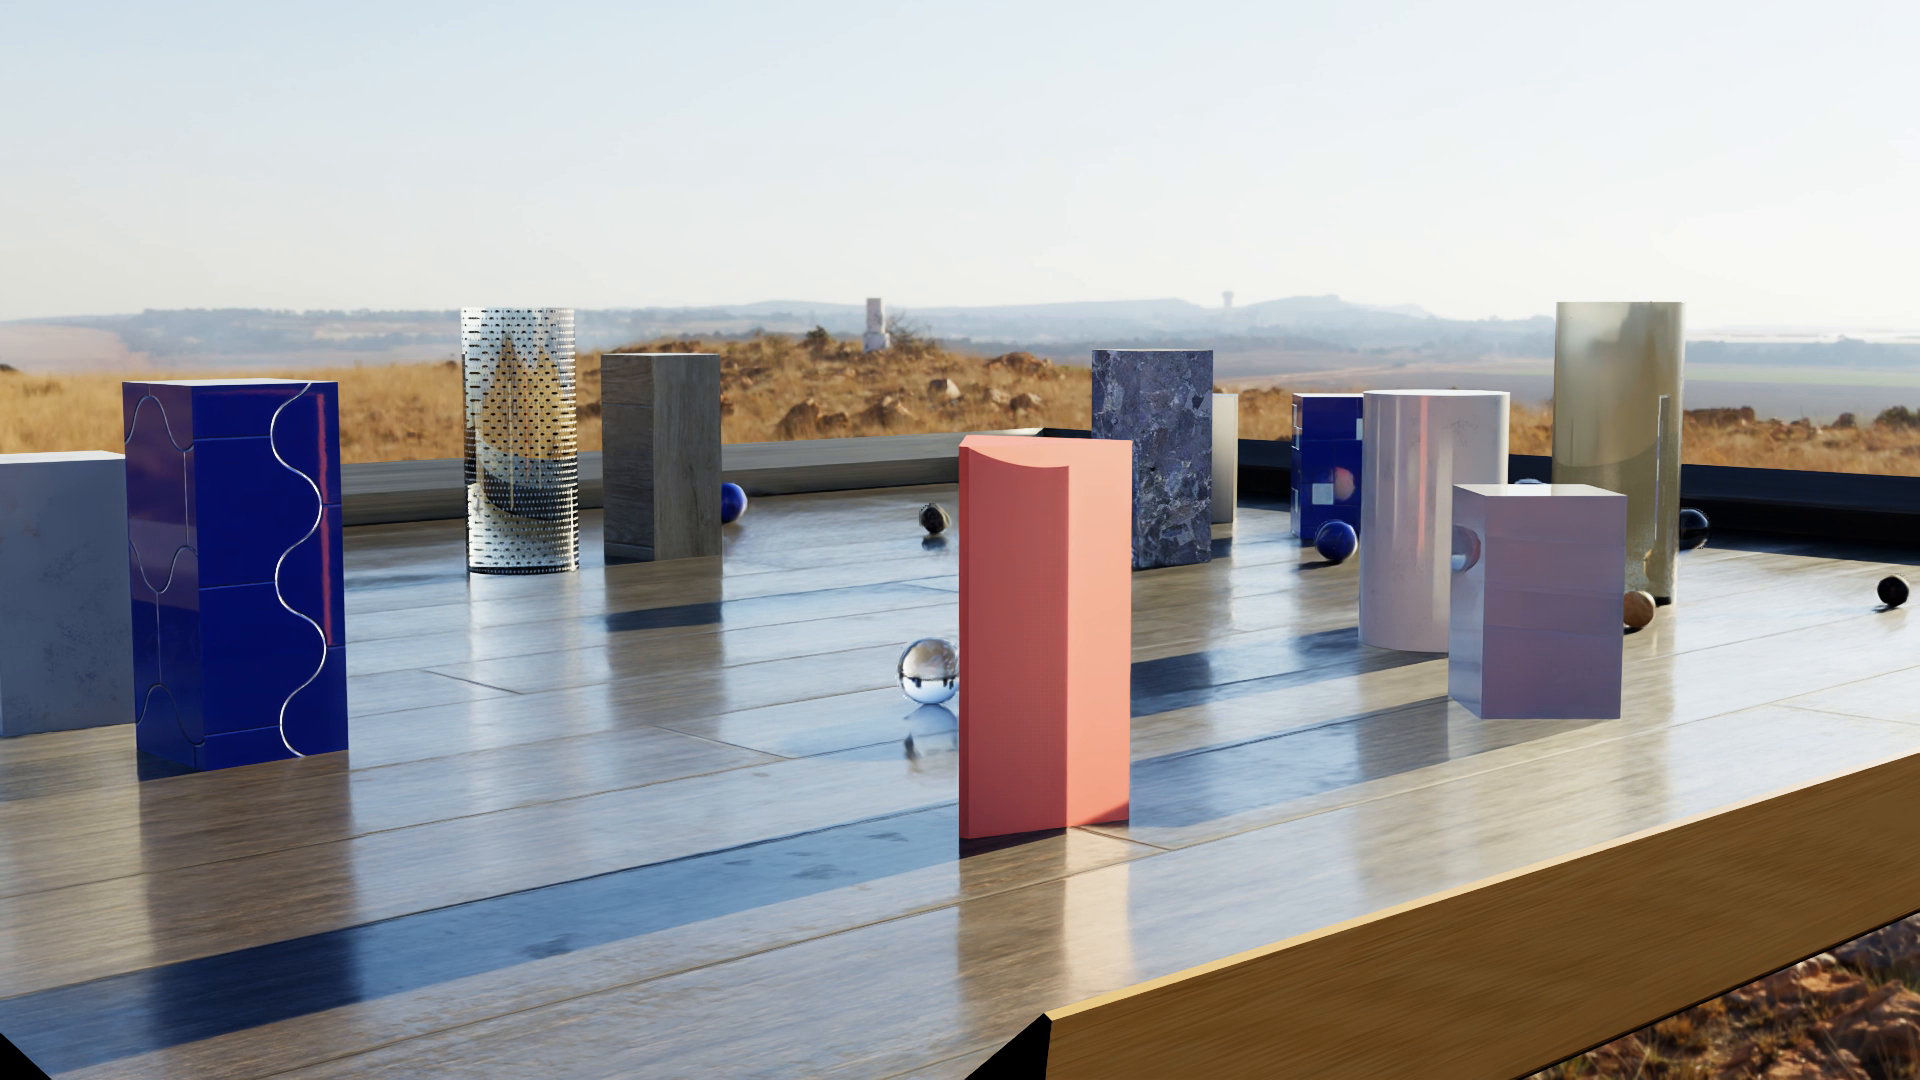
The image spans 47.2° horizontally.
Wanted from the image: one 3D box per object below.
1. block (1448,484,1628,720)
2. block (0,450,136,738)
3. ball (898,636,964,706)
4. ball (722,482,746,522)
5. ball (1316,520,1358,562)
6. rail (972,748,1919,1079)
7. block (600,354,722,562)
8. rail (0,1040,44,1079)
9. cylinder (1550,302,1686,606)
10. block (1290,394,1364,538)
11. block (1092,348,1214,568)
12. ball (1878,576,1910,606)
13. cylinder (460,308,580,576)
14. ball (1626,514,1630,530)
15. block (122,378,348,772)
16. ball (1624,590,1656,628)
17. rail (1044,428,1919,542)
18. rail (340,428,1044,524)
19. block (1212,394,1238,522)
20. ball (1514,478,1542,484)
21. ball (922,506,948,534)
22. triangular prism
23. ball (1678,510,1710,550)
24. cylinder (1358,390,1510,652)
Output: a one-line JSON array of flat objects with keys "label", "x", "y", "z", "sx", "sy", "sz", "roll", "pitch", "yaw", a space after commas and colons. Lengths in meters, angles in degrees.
[{"label": "block", "x": 0.641, "y": 0.066, "z": 2.454, "sx": 0.152, "sy": 0.244, "sz": 0.152, "roll": 0, "pitch": 6, "yaw": -1}, {"label": "block", "x": -0.980, "y": 0.052, "z": 2.380, "sx": 0.152, "sy": 0.285, "sz": 0.152, "roll": -4, "pitch": 7, "yaw": -36}, {"label": "ball", "x": -0.032, "y": 0.147, "z": 2.473, "sx": 0.077, "sy": 0.077, "sz": 0.077, "roll": 0, "pitch": 6, "yaw": 0}, {"label": "ball", "x": -0.486, "y": -0.078, "z": 4.579, "sx": 0.084, "sy": 0.084, "sz": 0.084, "roll": 0, "pitch": 6, "yaw": 0}, {"label": "ball", "x": 0.663, "y": 0.003, "z": 3.868, "sx": 0.072, "sy": 0.072, "sz": 0.072, "roll": 0, "pitch": 6, "yaw": 0}, {"label": "rail", "x": 1.169, "y": 0.165, "z": 2.072, "sx": 3.833, "sy": 0.124, "sz": 0.045, "roll": -6, "pitch": 8, "yaw": -42}, {"label": "block", "x": -0.538, "y": -0.154, "z": 3.969, "sx": 0.152, "sy": 0.362, "sz": 0.152, "roll": -6, "pitch": 8, "yaw": -44}, {"label": "rail", "x": -1.391, "y": 0.167, "z": 2.056, "sx": 0.045, "sy": 0.124, "sz": 3.494, "roll": -6, "pitch": 8, "yaw": -42}, {"label": "cylinder", "x": 1.002, "y": -0.136, "z": 3.357, "sx": 0.190, "sy": 0.454, "sz": 0.190, "roll": 0, "pitch": 6, "yaw": 0}, {"label": "block", "x": 0.738, "y": -0.147, "z": 4.324, "sx": 0.152, "sy": 0.275, "sz": 0.152, "roll": 0, "pitch": 6, "yaw": 1}, {"label": "block", "x": 0.337, "y": -0.149, "z": 3.876, "sx": 0.152, "sy": 0.372, "sz": 0.152, "roll": -3, "pitch": 7, "yaw": -29}, {"label": "ball", "x": 1.400, "y": 0.076, "z": 3.297, "sx": 0.046, "sy": 0.046, "sz": 0.046, "roll": 0, "pitch": 6, "yaw": 0}, {"label": "cylinder", "x": -0.749, "y": -0.172, "z": 3.748, "sx": 0.190, "sy": 0.445, "sz": 0.190, "roll": 0, "pitch": 6, "yaw": 0}, {"label": "ball", "x": 1.301, "y": -0.035, "z": 4.350, "sx": 0.046, "sy": 0.046, "sz": 0.046, "roll": 0, "pitch": 6, "yaw": 0}, {"label": "block", "x": -0.726, "y": 0.027, "z": 2.207, "sx": 0.152, "sy": 0.371, "sz": 0.152, "roll": -6, "pitch": 8, "yaw": -44}, {"label": "ball", "x": 0.945, "y": 0.097, "z": 3.072, "sx": 0.052, "sy": 0.052, "sz": 0.052, "roll": 0, "pitch": 6, "yaw": 0}, {"label": "rail", "x": 1.391, "y": -0.102, "z": 4.609, "sx": 0.045, "sy": 0.124, "sz": 3.494, "roll": -6, "pitch": 8, "yaw": -42}, {"label": "rail", "x": -1.169, "y": -0.101, "z": 4.592, "sx": 3.833, "sy": 0.124, "sz": 0.045, "roll": -6, "pitch": 8, "yaw": -42}, {"label": "block", "x": 0.507, "y": -0.176, "z": 4.656, "sx": 0.152, "sy": 0.262, "sz": 0.152, "roll": 1, "pitch": 6, "yaw": 10}, {"label": "ball", "x": 1.174, "y": -0.080, "z": 4.542, "sx": 0.095, "sy": 0.095, "sz": 0.095, "roll": 0, "pitch": 6, "yaw": 0}, {"label": "ball", "x": -0.049, "y": -0.041, "z": 4.362, "sx": 0.055, "sy": 0.055, "sz": 0.055, "roll": 0, "pitch": 6, "yaw": 0}, {"label": "triangular prism", "x": 0.043, "y": 0.076, "z": 1.936, "sx": 0.165, "sy": 0.331, "sz": 0.143, "roll": -3, "pitch": 7, "yaw": -27}, {"label": "ball", "x": 1.345, "y": -0.019, "z": 4.059, "sx": 0.075, "sy": 0.075, "sz": 0.075, "roll": 0, "pitch": 6, "yaw": 0}, {"label": "cylinder", "x": 0.631, "y": -0.030, "z": 2.931, "sx": 0.190, "sy": 0.333, "sz": 0.190, "roll": 0, "pitch": 6, "yaw": 0}]
